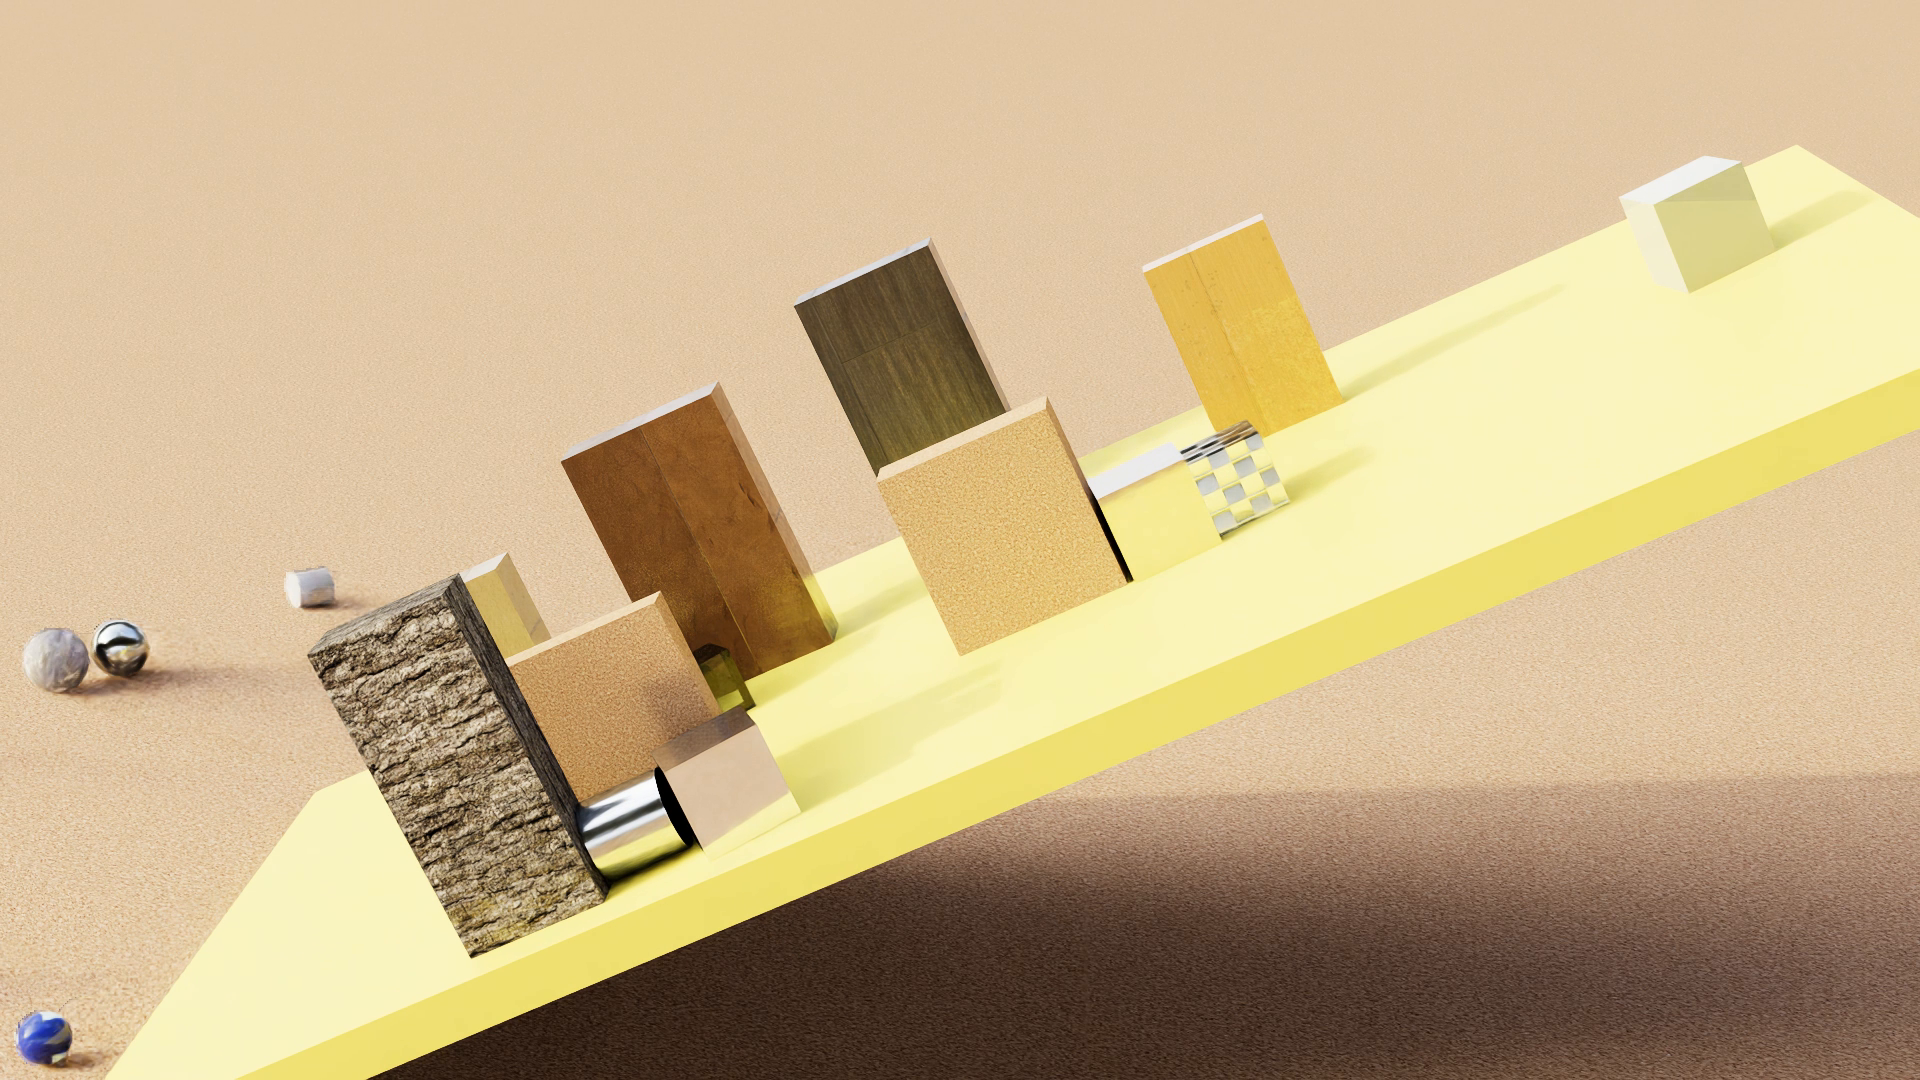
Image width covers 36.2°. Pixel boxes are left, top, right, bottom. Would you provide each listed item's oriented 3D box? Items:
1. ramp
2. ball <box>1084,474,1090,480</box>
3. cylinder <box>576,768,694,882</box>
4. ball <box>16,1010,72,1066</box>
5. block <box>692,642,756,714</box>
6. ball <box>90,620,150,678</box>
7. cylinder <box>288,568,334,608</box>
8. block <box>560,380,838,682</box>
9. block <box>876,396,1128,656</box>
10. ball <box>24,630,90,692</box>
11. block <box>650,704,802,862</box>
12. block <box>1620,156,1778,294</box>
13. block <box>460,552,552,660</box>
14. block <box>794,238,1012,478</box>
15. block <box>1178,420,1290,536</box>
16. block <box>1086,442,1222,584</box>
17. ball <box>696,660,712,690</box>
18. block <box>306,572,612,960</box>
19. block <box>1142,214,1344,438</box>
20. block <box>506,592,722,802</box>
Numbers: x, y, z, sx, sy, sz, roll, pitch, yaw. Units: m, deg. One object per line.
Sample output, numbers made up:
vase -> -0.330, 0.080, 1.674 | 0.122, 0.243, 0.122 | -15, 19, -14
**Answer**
ramp -> 0.134, 0.169, 6.283 | 4.000, 0.100, 2.000 | -24, 13, 9
ball -> 0.228, -0.065, 6.404 | 0.179, 0.179, 0.179 | 0, 16, 0
cylinder -> -0.623, 0.545, 5.633 | 0.167, 0.167, 0.167 | -24, 15, 5
ball -> -1.932, 1.052, 6.211 | 0.113, 0.113, 0.113 | 0, 16, 0
block -> -0.557, 0.327, 6.420 | 0.143, 0.143, 0.143 | -30, 14, -17
ball -> -2.494, 0.322, 8.733 | 0.169, 0.169, 0.169 | 0, 16, 0
cylinder -> -2.083, 0.155, 9.436 | 0.114, 0.114, 0.114 | -10, 19, -33
block -> -0.582, 0.010, 6.625 | 0.373, 0.628, 0.138 | -24, 13, 9
block -> 0.088, -0.028, 6.020 | 0.377, 0.403, 0.123 | -24, 13, 9
ball -> -2.639, 0.353, 8.594 | 0.185, 0.185, 0.185 | 0, 16, 0
block -> -0.446, 0.459, 5.577 | 0.194, 0.194, 0.194 | -28, 13, -9
block -> 1.557, -0.668, 6.213 | 0.206, 0.206, 0.206 | -26, 13, -2
block -> -0.991, 0.322, 6.412 | 0.247, 0.521, 0.137 | -24, 13, 9
block -> -0.091, -0.343, 7.016 | 0.349, 0.662, 0.119 | -24, 13, 9
block -> 0.562, -0.129, 6.064 | 0.163, 0.163, 0.163 | -25, 13, 2
block -> 0.397, -0.058, 6.027 | 0.194, 0.194, 0.194 | -25, 13, 2
ball -> -0.615, 0.325, 6.577 | 0.125, 0.125, 0.125 | 0, 16, 0
block -> -0.937, 0.429, 5.567 | 0.285, 0.665, 0.147 | -24, 13, 9
block -> 0.634, -0.459, 6.575 | 0.288, 0.454, 0.082 | -24, 13, 9
block -> -0.683, 0.383, 5.785 | 0.415, 0.435, 0.080 | -24, 13, 9
